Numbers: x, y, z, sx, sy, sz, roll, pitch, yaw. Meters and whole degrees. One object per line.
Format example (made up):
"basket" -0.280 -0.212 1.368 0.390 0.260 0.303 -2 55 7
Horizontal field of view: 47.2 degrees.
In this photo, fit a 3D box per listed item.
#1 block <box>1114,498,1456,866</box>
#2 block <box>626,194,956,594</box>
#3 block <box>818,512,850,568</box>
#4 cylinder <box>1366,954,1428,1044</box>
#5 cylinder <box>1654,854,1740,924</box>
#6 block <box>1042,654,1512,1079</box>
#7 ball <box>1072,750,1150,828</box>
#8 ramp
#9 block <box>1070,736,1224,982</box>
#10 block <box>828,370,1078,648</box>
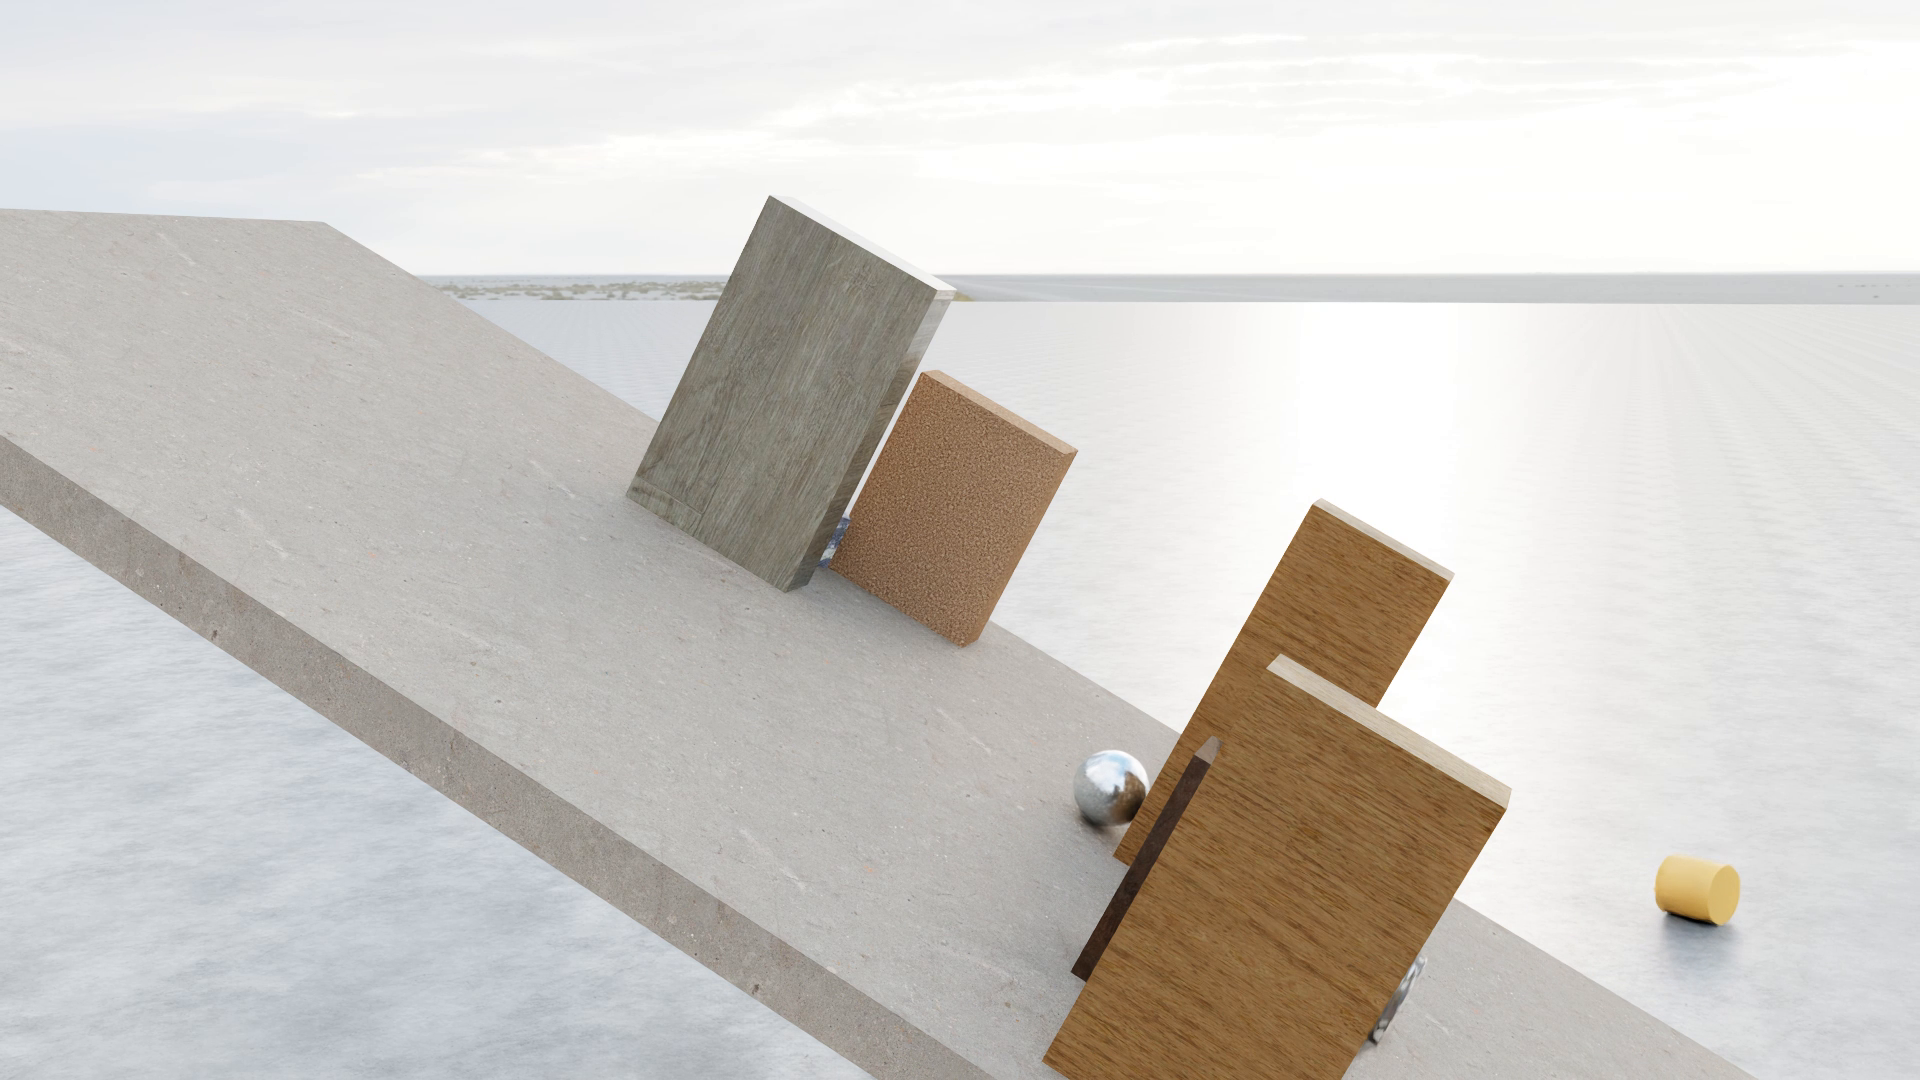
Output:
"block" 0.585 0.322 4.002 0.276 0.755 0.117 31 14 12
"block" -0.356 -0.303 4.569 0.408 0.708 0.130 31 14 12
"block" -0.339 -0.035 4.850 0.125 0.125 0.125 20 16 -29
"cylinder" 0.699 0.761 3.855 0.175 0.175 0.175 32 17 15
"cylinder" 2.121 1.004 6.327 0.171 0.171 0.171 -6 9 -40
"block" 0.442 0.548 3.111 0.369 0.670 0.126 31 14 12
"ball" 0.287 0.472 4.173 0.146 0.146 0.146 0 7 0
"ramp" -0.217 0.359 4.145 4.000 0.100 2.000 31 14 12
"block" 0.413 0.573 3.493 0.289 0.415 0.150 31 14 12
"block" -0.022 -0.071 4.823 0.363 0.486 0.120 31 14 12
